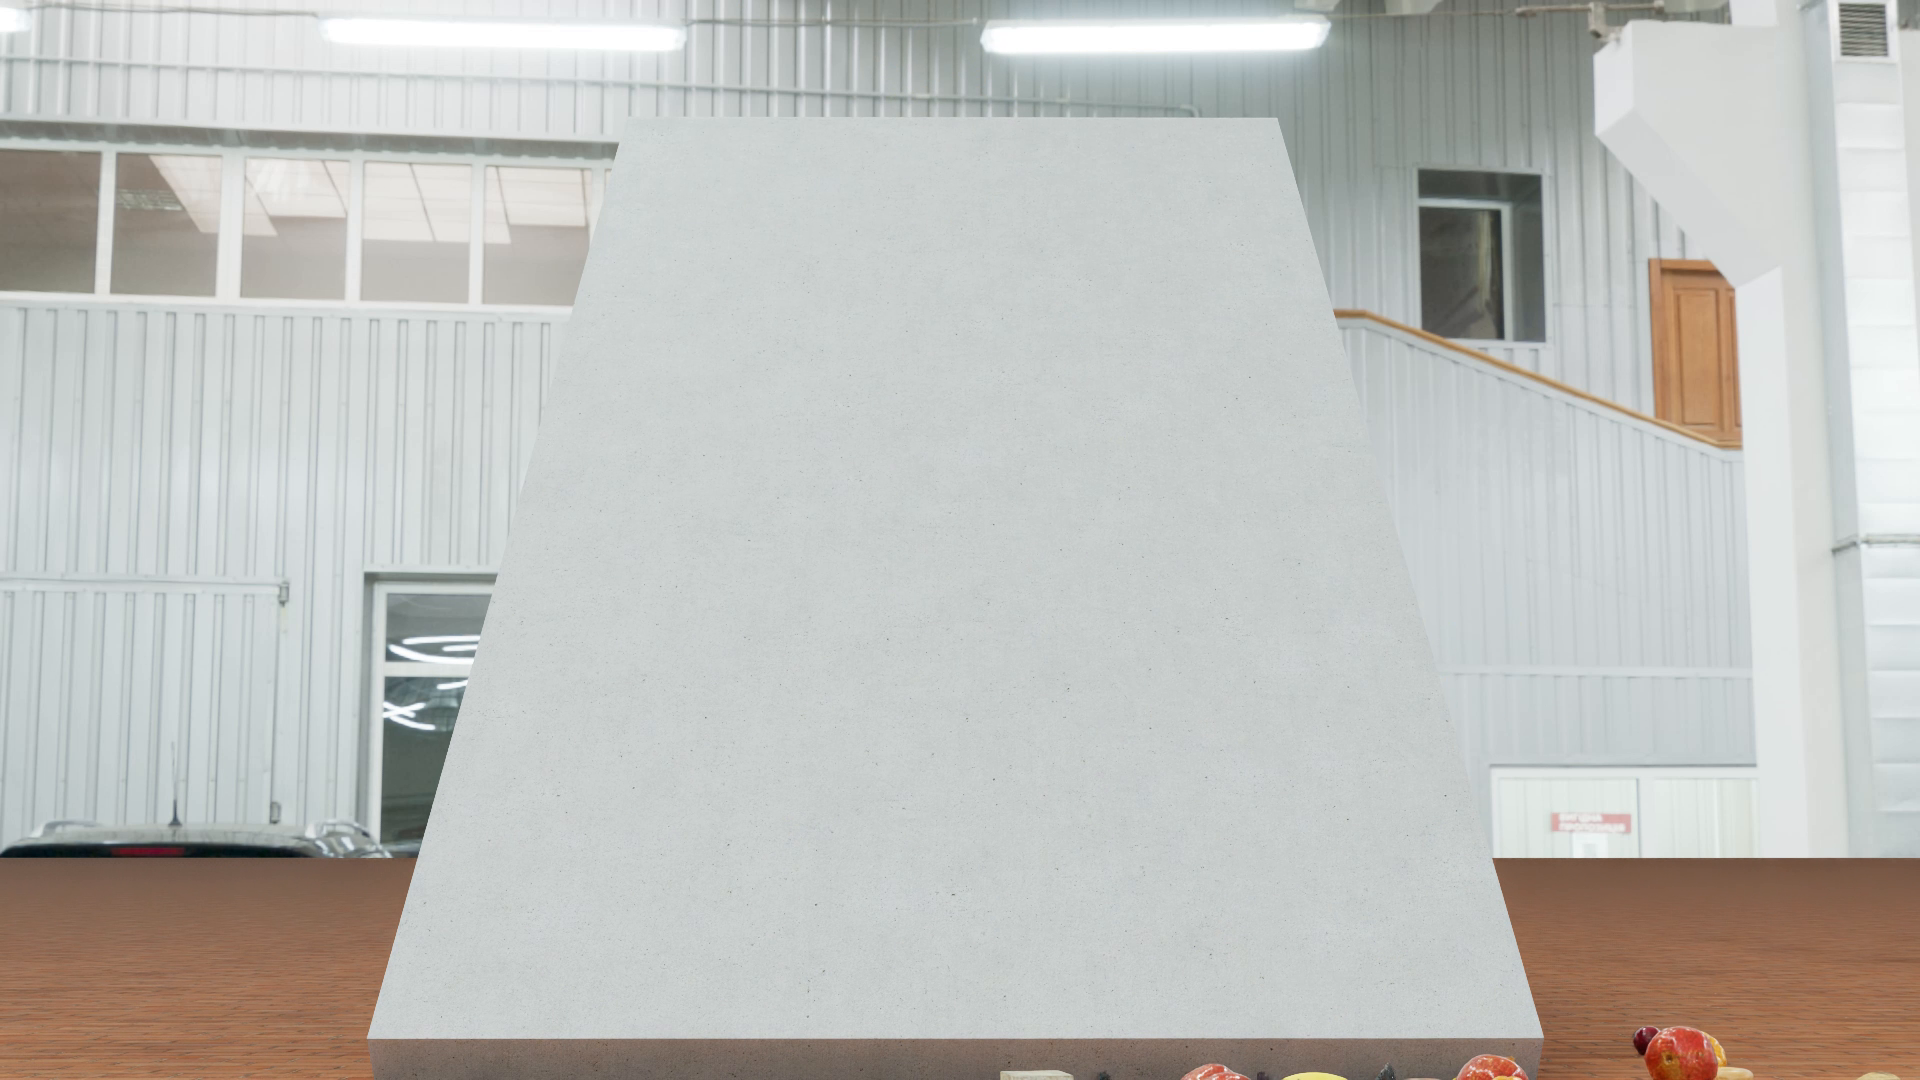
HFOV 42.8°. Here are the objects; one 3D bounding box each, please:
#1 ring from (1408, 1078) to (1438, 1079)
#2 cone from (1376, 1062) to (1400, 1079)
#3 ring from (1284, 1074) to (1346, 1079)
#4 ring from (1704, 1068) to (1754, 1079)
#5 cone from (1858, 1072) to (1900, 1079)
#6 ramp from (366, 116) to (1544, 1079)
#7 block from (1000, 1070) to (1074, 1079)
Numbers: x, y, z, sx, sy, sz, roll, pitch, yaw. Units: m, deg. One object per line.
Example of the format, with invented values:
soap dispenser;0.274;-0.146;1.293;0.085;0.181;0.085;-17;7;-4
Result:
ring;0.747;0.882;3.941;0.083;0.028;0.083;1;-6;0
cone;0.661;0.870;3.866;0.071;0.071;0.071;-28;-12;7
ring;0.494;0.782;3.394;0.138;0.046;0.138;4;-40;4
ring;1.300;0.908;4.148;0.081;0.027;0.081;0;-6;0
cone;1.327;0.820;3.507;0.090;0.090;0.090;-6;-36;39
ramp;-0.015;-0.185;5.881;2.000;0.100;4.000;0;32;0
block;0.107;0.788;3.425;0.084;0.084;0.084;2;-7;-12
